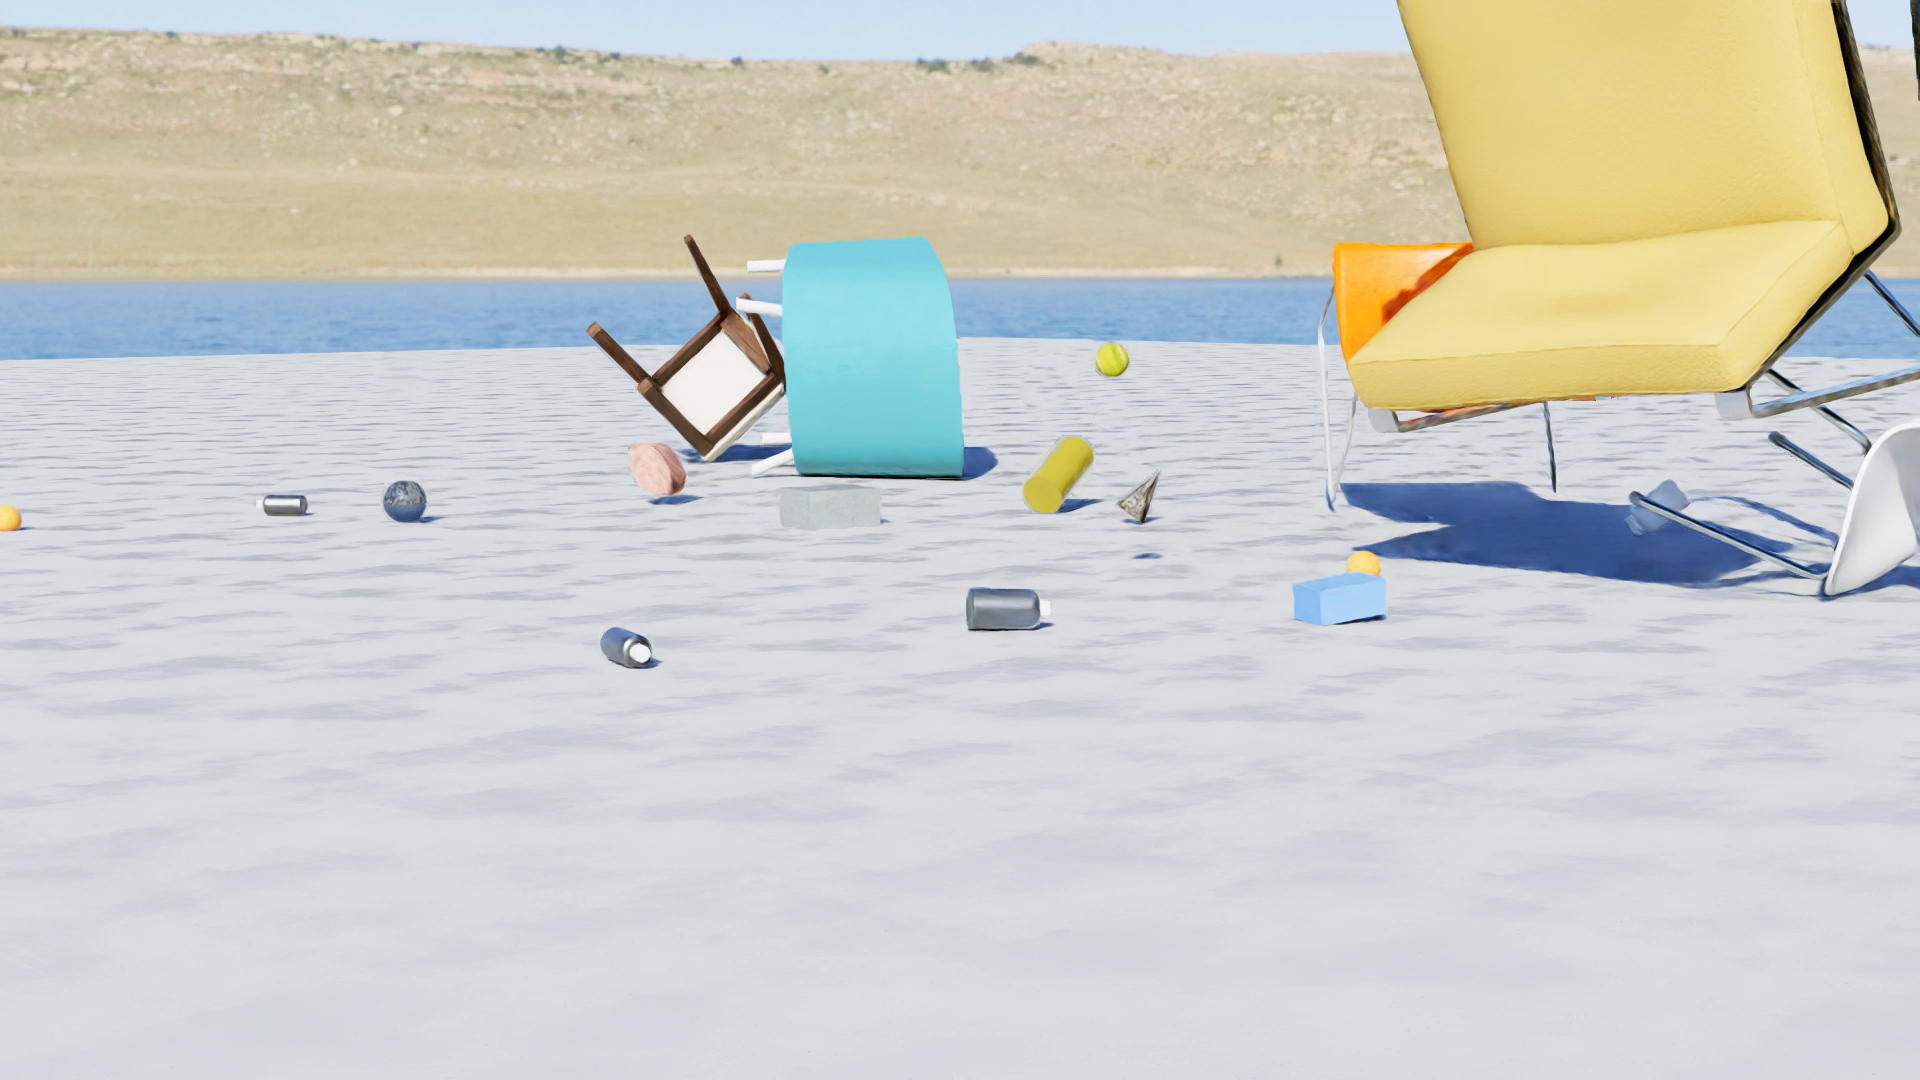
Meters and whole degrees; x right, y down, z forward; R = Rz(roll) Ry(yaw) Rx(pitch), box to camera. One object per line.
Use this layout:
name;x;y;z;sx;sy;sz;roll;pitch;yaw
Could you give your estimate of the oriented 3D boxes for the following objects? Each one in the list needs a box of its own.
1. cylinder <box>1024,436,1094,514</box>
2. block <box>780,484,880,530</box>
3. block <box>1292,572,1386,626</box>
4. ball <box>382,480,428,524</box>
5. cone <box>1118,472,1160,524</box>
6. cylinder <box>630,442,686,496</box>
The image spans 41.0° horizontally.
cylinder;0.277;-0.184;7.184;0.116;0.113;0.256;40;38;-1
block;-0.343;-0.087;6.771;0.211;0.100;0.155;-4;7;-33
block;0.725;0.112;4.898;0.148;0.068;0.094;-10;12;-24
ball;-1.480;-0.103;6.843;0.116;0.116;0.116;0;6;0
cone;0.493;-0.127;6.826;0.092;0.142;0.074;36;5;11
cylinder;-0.871;-0.206;7.386;0.104;0.167;0.117;-34;-5;14
